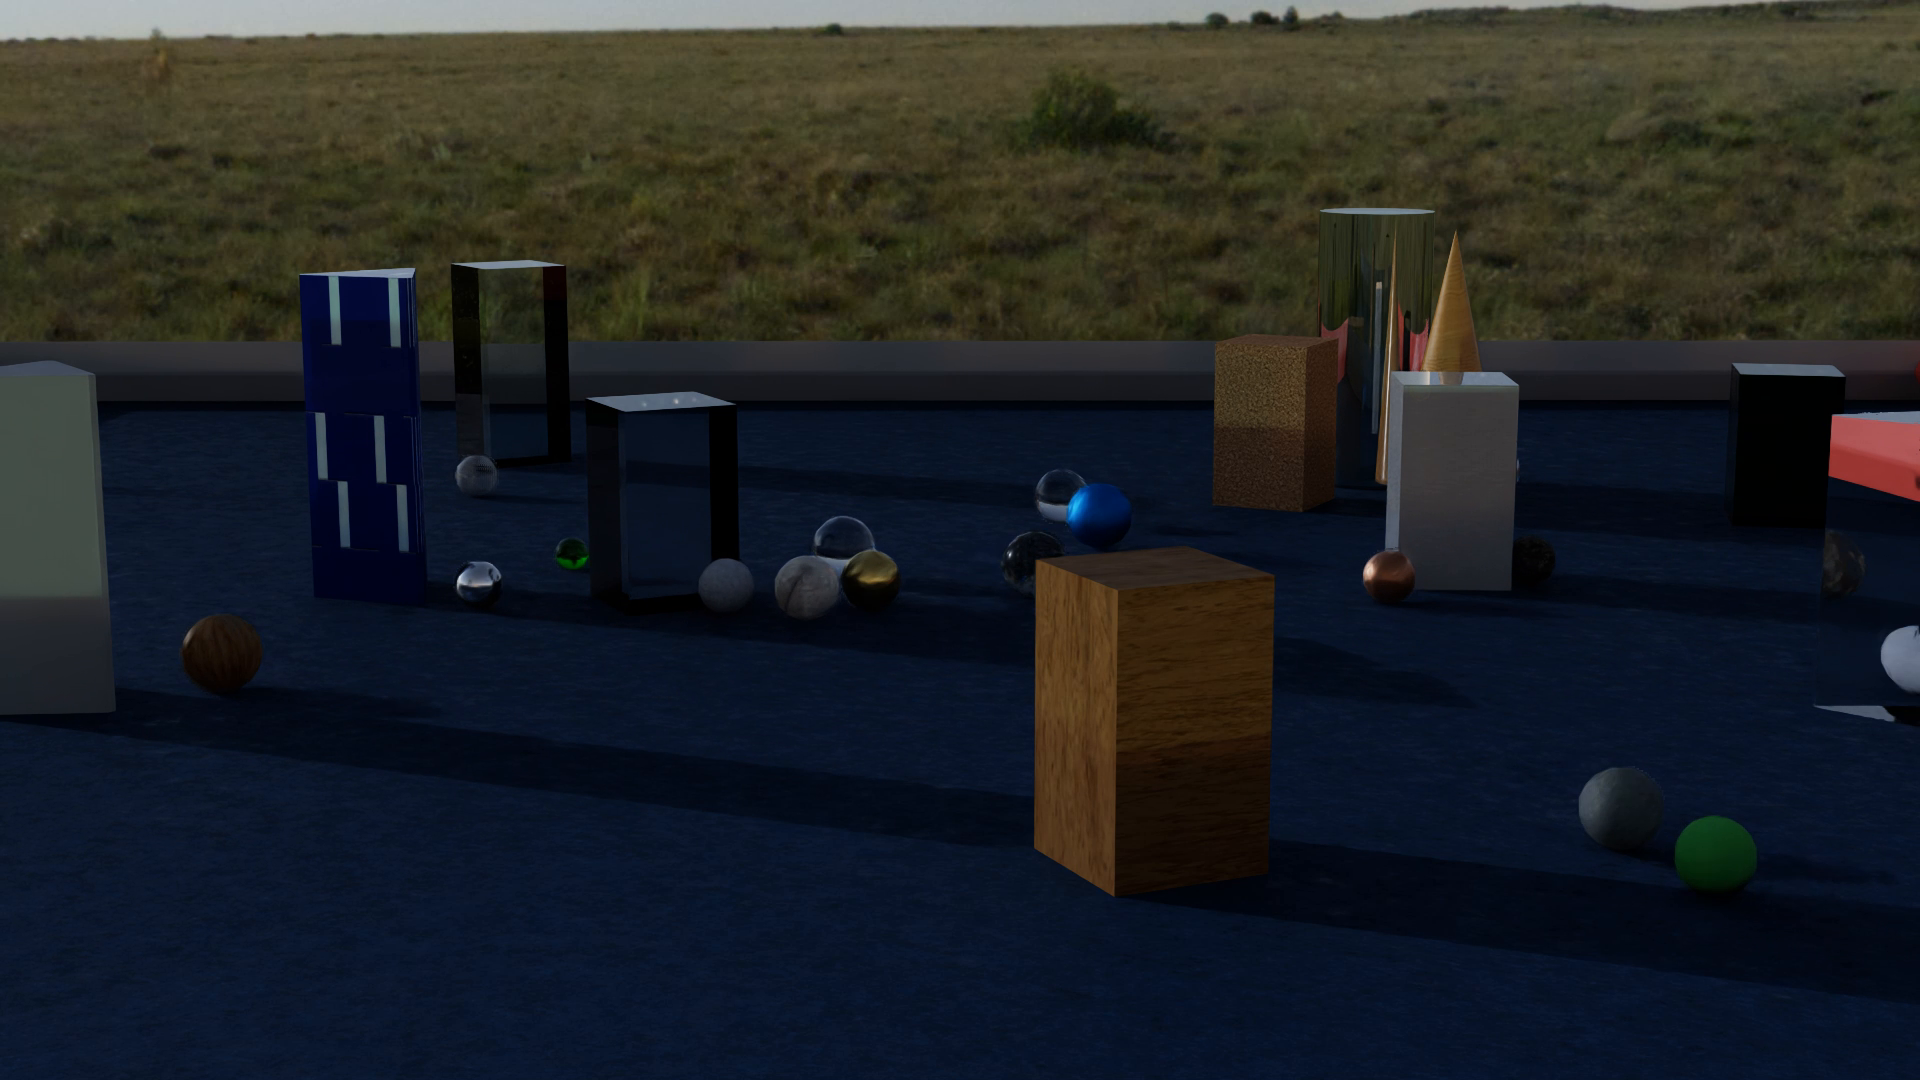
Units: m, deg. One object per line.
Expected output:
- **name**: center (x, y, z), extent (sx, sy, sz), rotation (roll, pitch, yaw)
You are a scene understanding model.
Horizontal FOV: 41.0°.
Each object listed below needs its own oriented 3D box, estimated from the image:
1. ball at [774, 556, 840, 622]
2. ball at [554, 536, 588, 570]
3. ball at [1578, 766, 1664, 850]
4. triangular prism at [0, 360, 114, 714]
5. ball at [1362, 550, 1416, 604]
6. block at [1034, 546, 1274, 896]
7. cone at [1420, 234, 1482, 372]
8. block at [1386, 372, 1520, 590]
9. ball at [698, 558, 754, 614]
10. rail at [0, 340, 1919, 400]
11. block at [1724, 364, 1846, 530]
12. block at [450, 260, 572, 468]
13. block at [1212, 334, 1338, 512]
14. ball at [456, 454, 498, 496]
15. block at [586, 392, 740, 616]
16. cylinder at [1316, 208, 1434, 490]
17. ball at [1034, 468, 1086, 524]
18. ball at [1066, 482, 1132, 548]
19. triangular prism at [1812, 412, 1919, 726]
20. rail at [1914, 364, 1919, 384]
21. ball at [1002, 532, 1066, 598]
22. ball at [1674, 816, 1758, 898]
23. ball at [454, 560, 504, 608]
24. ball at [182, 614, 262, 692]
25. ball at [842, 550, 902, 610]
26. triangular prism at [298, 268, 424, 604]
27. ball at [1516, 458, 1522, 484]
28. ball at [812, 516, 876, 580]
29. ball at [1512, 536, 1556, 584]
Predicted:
- **ball**: center (-0.203, 0.064, 3.404), extent (0.087, 0.087, 0.087), rotation (0, 10, 0)
- **ball**: center (-0.567, 0.020, 3.749), extent (0.049, 0.049, 0.049), rotation (0, 10, 0)
- **ball**: center (0.621, 0.252, 2.412), extent (0.078, 0.078, 0.078), rotation (0, 10, 0)
- **triangular prism**: center (-1.058, -0.006, 2.961), extent (0.172, 0.387, 0.149), rotation (-1, 11, -4)
- **ball**: center (0.588, 0.051, 3.516), extent (0.073, 0.073, 0.073), rotation (0, 10, 0)
- **block**: center (0.176, 0.161, 2.355), extent (0.159, 0.278, 0.159), rotation (-5, 12, -24)
- **cone**: center (0.820, -0.288, 4.284), extent (0.199, 0.460, 0.199), rotation (0, 10, 0)
- **block**: center (0.699, -0.087, 3.660), extent (0.159, 0.290, 0.159), rotation (1, 10, 3)
- **ball**: center (-0.314, 0.062, 3.449), extent (0.075, 0.075, 0.075), rotation (0, 10, 0)
- **rail**: center (-0.013, -0.368, 5.619), extent (4.292, 0.129, 0.045), rotation (0, 10, 0)
- **block**: center (1.332, -0.154, 4.150), extent (0.159, 0.244, 0.159), rotation (2, 11, 11)
- **block**: center (-0.834, -0.329, 4.765), extent (0.159, 0.365, 0.159), rotation (-7, 13, -33)
- **block**: center (0.531, -0.199, 4.316), extent (0.159, 0.274, 0.159), rotation (5, 12, 27)
- **ball**: center (-0.827, -0.110, 4.390), extent (0.072, 0.072, 0.072), rotation (0, 10, 0)
- **block**: center (-0.408, -0.053, 3.515), extent (0.159, 0.276, 0.159), rotation (-5, 12, -27)
- **cylinder**: center (0.727, -0.339, 4.513), extent (0.199, 0.476, 0.199), rotation (0, 10, 0)
- **ball**: center (0.164, -0.071, 4.131), extent (0.088, 0.088, 0.088), rotation (0, 10, 0)
- **ball**: center (0.213, -0.038, 3.919), extent (0.099, 0.099, 0.099), rotation (0, 10, 0)
- **triangular prism**: center (1.096, 0.027, 2.916), extent (0.149, 0.338, 0.172), rotation (-10, 15, -44)
- **rail**: center (2.122, 0.031, 3.461), extent (0.045, 0.129, 4.461), rotation (0, 10, 0)
- **ball**: center (0.104, 0.034, 3.551), extent (0.092, 0.092, 0.092), rotation (0, 10, 0)
- **ball**: center (0.670, 0.281, 2.275), extent (0.072, 0.072, 0.072), rotation (0, 10, 0)
- **ball**: center (-0.653, 0.061, 3.481), extent (0.066, 0.066, 0.066), rotation (0, 10, 0)
- **ball**: center (-0.868, 0.133, 3.020), extent (0.092, 0.092, 0.092), rotation (0, 10, 0)
- **ball**: center (-0.120, 0.054, 3.474), extent (0.081, 0.081, 0.081), rotation (0, 10, 0)
- **triangular prism**: center (-0.792, -0.149, 3.566), extent (0.172, 0.447, 0.149), rotation (4, 11, 19)
- **ball**: center (0.921, -0.119, 4.406), extent (0.083, 0.083, 0.083), rotation (0, 10, 0)
- **ball**: center (-0.167, 0.012, 3.674), extent (0.092, 0.092, 0.092), rotation (0, 10, 0)
- **ball**: center (0.812, 0.028, 3.651), extent (0.069, 0.069, 0.069), rotation (0, 10, 0)
